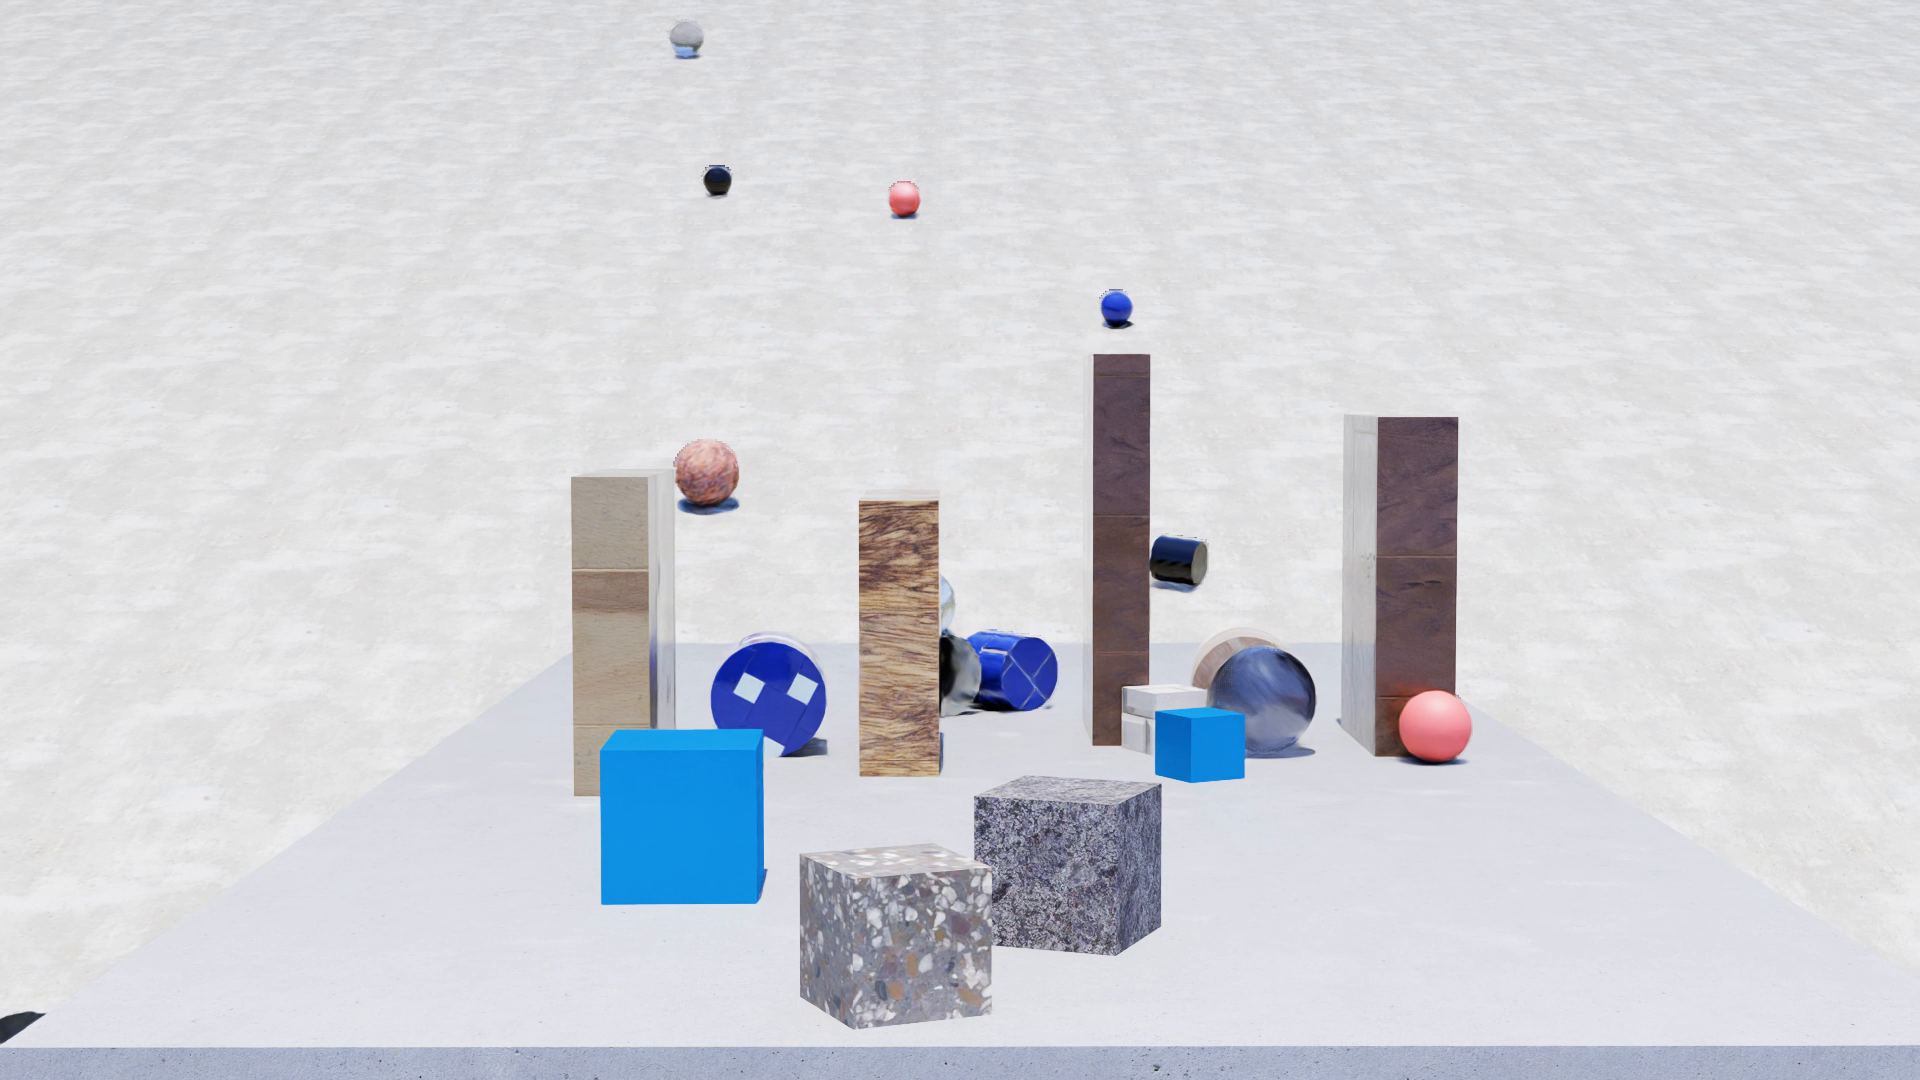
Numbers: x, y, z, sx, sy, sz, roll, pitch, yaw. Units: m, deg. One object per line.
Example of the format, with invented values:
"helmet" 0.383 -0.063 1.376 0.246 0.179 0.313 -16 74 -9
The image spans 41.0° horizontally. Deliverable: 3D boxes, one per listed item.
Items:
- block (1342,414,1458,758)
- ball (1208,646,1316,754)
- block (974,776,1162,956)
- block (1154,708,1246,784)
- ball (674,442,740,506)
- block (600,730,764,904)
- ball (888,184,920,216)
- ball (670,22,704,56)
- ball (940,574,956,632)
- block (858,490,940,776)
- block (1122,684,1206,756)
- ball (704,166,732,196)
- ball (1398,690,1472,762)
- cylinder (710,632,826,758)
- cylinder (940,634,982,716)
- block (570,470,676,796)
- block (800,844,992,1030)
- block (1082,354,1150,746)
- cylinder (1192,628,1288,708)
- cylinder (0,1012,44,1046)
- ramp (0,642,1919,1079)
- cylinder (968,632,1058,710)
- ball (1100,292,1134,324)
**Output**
"block" 0.798 0.072 4.689 0.141 0.597 0.392 0 3 0
"ball" 0.537 0.282 4.561 0.191 0.191 0.191 0 20 0
"block" 0.129 0.382 3.042 0.174 0.174 0.174 1 4 22
"block" 0.400 0.341 4.283 0.107 0.107 0.107 -2 4 -29
"ball" -0.765 -0.202 7.768 0.195 0.195 0.195 0 20 0
"block" -0.356 0.355 3.321 0.195 0.195 0.195 0 3 -2
"ball" -0.245 -1.501 11.337 0.144 0.144 0.144 0 20 0
"ball" -1.615 -2.958 15.177 0.200 0.200 0.200 0 20 0
"ball" -0.102 0.169 6.785 0.185 0.185 0.185 0 20 0
"block" -0.102 0.151 4.495 0.133 0.461 0.449 0 3 0
"block" 0.365 0.321 4.598 0.110 0.110 0.110 -2 4 -26
"ball" -1.106 -1.638 11.724 0.130 0.130 0.130 0 20 0
"ball" 0.822 0.323 4.446 0.124 0.124 0.124 0 20 0
"cylinder" -0.341 0.274 4.608 0.204 0.204 0.204 -1 3 -3
"cylinder" -0.070 0.265 5.119 0.160 0.160 0.160 -17 13 -38
"block" -0.553 0.143 4.257 0.122 0.508 0.385 0 3 0
"block" -0.069 0.413 2.696 0.154 0.154 0.154 -2 4 -24
"block" 0.291 0.009 4.807 0.103 0.708 0.353 0 3 0
"cylinder" 0.528 0.268 4.757 0.197 0.197 0.197 2 4 5
"cylinder" -1.672 0.983 4.558 0.210 0.210 0.210 -1 20 -2
"ramp" 0.048 0.430 4.533 2.000 0.100 4.000 0 3 0
"cylinder" 0.094 0.265 5.207 0.149 0.149 0.149 -16 13 -37
"ball" 0.590 -0.874 9.676 0.125 0.125 0.125 0 20 0
